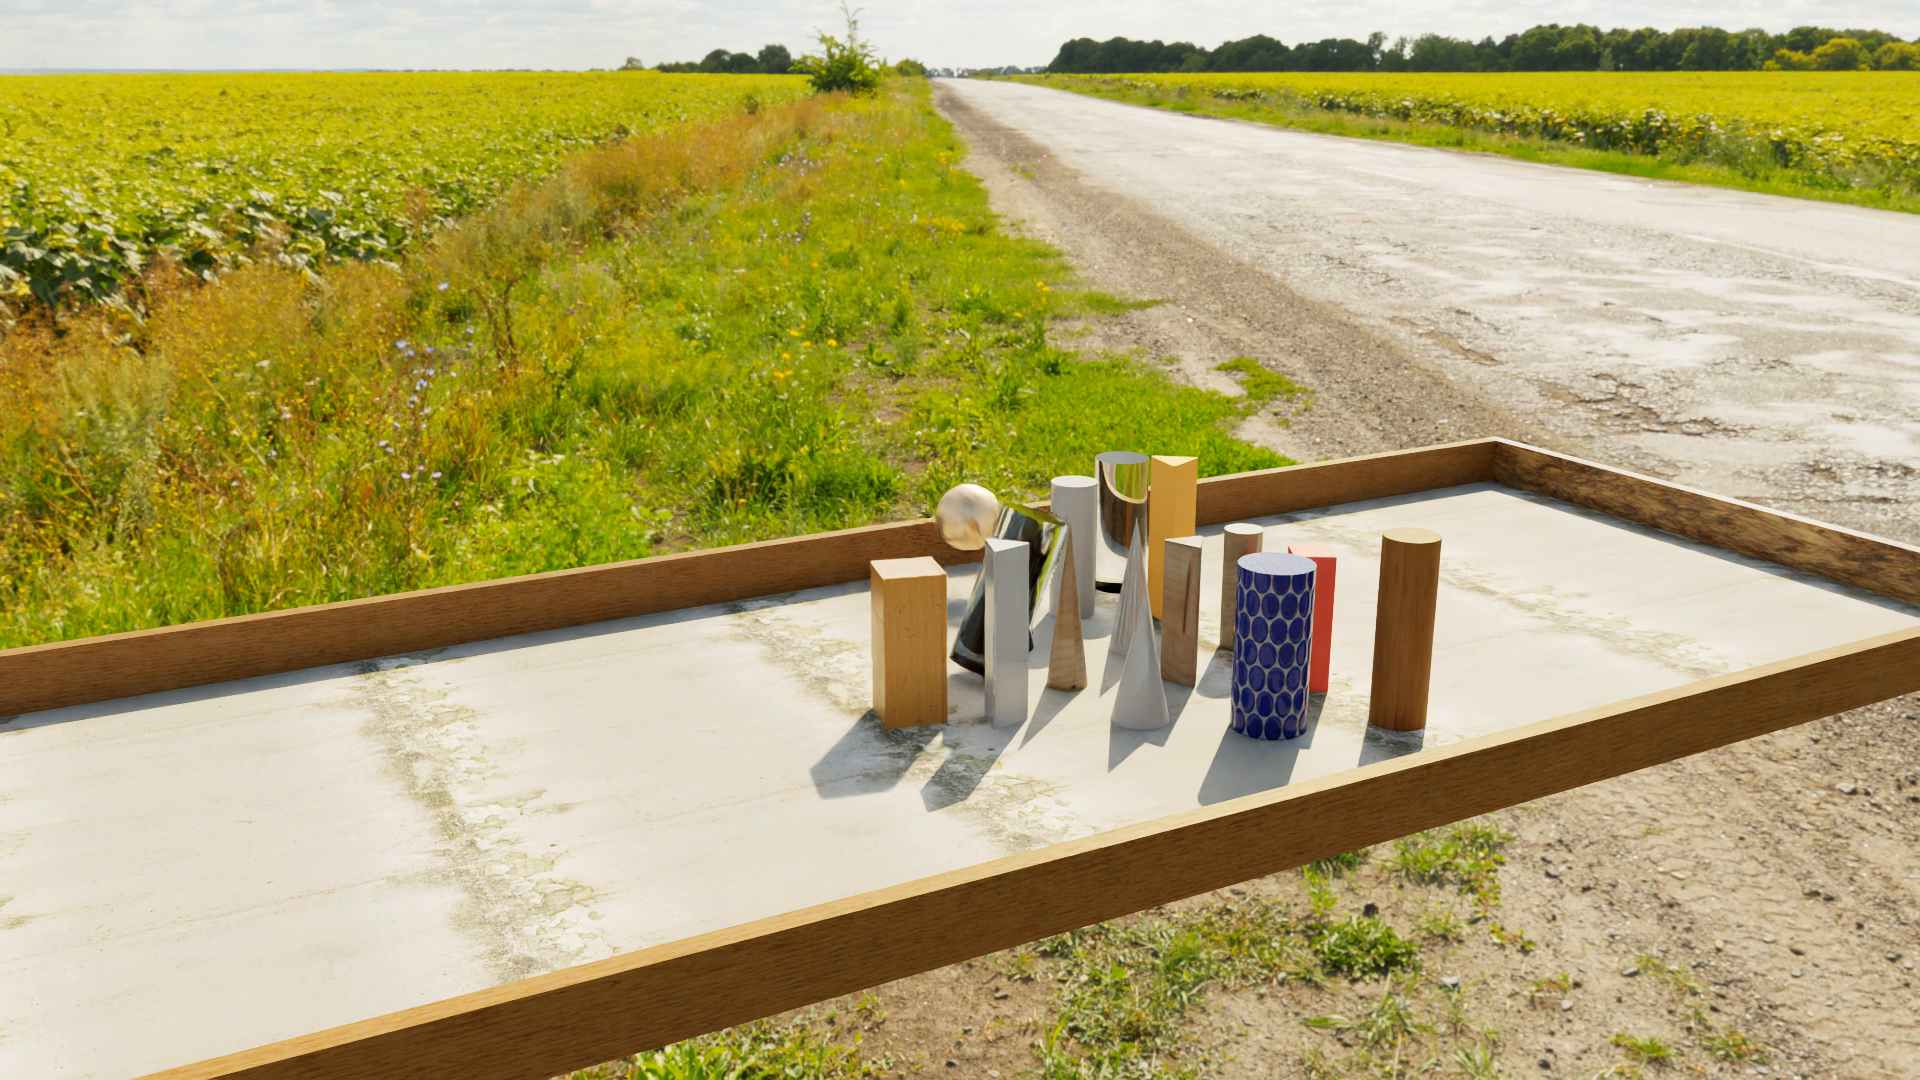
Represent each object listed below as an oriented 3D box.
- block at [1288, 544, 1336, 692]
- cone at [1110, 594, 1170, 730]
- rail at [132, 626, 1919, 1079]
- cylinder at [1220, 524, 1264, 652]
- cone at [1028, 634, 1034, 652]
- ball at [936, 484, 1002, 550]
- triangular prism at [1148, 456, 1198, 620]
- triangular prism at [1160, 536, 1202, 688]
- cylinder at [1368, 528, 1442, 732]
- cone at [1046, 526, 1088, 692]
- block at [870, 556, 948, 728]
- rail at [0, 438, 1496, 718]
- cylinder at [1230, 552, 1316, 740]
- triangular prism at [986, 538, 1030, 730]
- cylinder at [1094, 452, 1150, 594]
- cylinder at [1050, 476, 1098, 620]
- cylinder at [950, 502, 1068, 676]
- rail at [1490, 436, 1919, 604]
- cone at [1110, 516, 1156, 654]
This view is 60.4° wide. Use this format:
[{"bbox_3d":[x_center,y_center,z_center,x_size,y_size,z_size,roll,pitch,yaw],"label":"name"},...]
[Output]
[{"bbox_3d":[0.861,0.194,4.078,0.101,0.348,0.101,1,16,2],"label":"block"},{"bbox_3d":[0.428,0.271,3.872,0.140,0.316,0.140,0,16,0],"label":"cone"},{"bbox_3d":[-2.336,1.006,1.665,12.000,0.150,0.050,-9,18,-27],"label":"rail"},{"bbox_3d":[0.741,0.126,4.350,0.101,0.324,0.101,0,16,0],"label":"cylinder"},{"bbox_3d":[0.123,0.126,4.346,0.146,0.326,0.146,0,16,0],"label":"cone"},{"bbox_3d":[0.026,-0.066,4.796,0.196,0.196,0.196,0,16,0],"label":"ball"},{"bbox_3d":[0.571,-0.005,4.573,0.108,0.451,0.124,12,20,36],"label":"triangular prism"},{"bbox_3d":[0.572,0.174,4.117,0.102,0.364,0.088,13,21,38],"label":"triangular prism"},{"bbox_3d":[1.034,0.208,3.836,0.132,0.457,0.132,0,16,0],"label":"cylinder"},{"bbox_3d":[0.268,0.157,4.069,0.104,0.423,0.104,0,16,0],"label":"cone"},{"bbox_3d":[-0.121,0.240,3.885,0.150,0.366,0.150,-4,16,-14],"label":"block"},{"bbox_3d":[-3.305,0.497,3.399,12.000,0.150,0.050,-9,18,-27],"label":"rail"},{"bbox_3d":[0.723,0.244,3.816,0.178,0.398,0.178,0,16,0],"label":"cylinder"},{"bbox_3d":[0.090,0.215,3.855,0.107,0.434,0.092,-14,21,-39],"label":"triangular prism"},{"bbox_3d":[0.471,-0.052,4.840,0.158,0.390,0.158,0,16,0],"label":"cylinder"},{"bbox_3d":[0.316,0.021,4.606,0.129,0.382,0.129,0,16,0],"label":"cylinder"},{"bbox_3d":[0.121,0.128,4.130,0.170,0.412,0.170,19,9,-3],"label":"cylinder"},{"bbox_3d":[2.466,-0.048,5.253,0.050,0.150,2.100,-9,18,-27],"label":"rail"},{"bbox_3d":[0.460,0.111,4.335,0.127,0.362,0.127,0,16,0],"label":"cone"}]
